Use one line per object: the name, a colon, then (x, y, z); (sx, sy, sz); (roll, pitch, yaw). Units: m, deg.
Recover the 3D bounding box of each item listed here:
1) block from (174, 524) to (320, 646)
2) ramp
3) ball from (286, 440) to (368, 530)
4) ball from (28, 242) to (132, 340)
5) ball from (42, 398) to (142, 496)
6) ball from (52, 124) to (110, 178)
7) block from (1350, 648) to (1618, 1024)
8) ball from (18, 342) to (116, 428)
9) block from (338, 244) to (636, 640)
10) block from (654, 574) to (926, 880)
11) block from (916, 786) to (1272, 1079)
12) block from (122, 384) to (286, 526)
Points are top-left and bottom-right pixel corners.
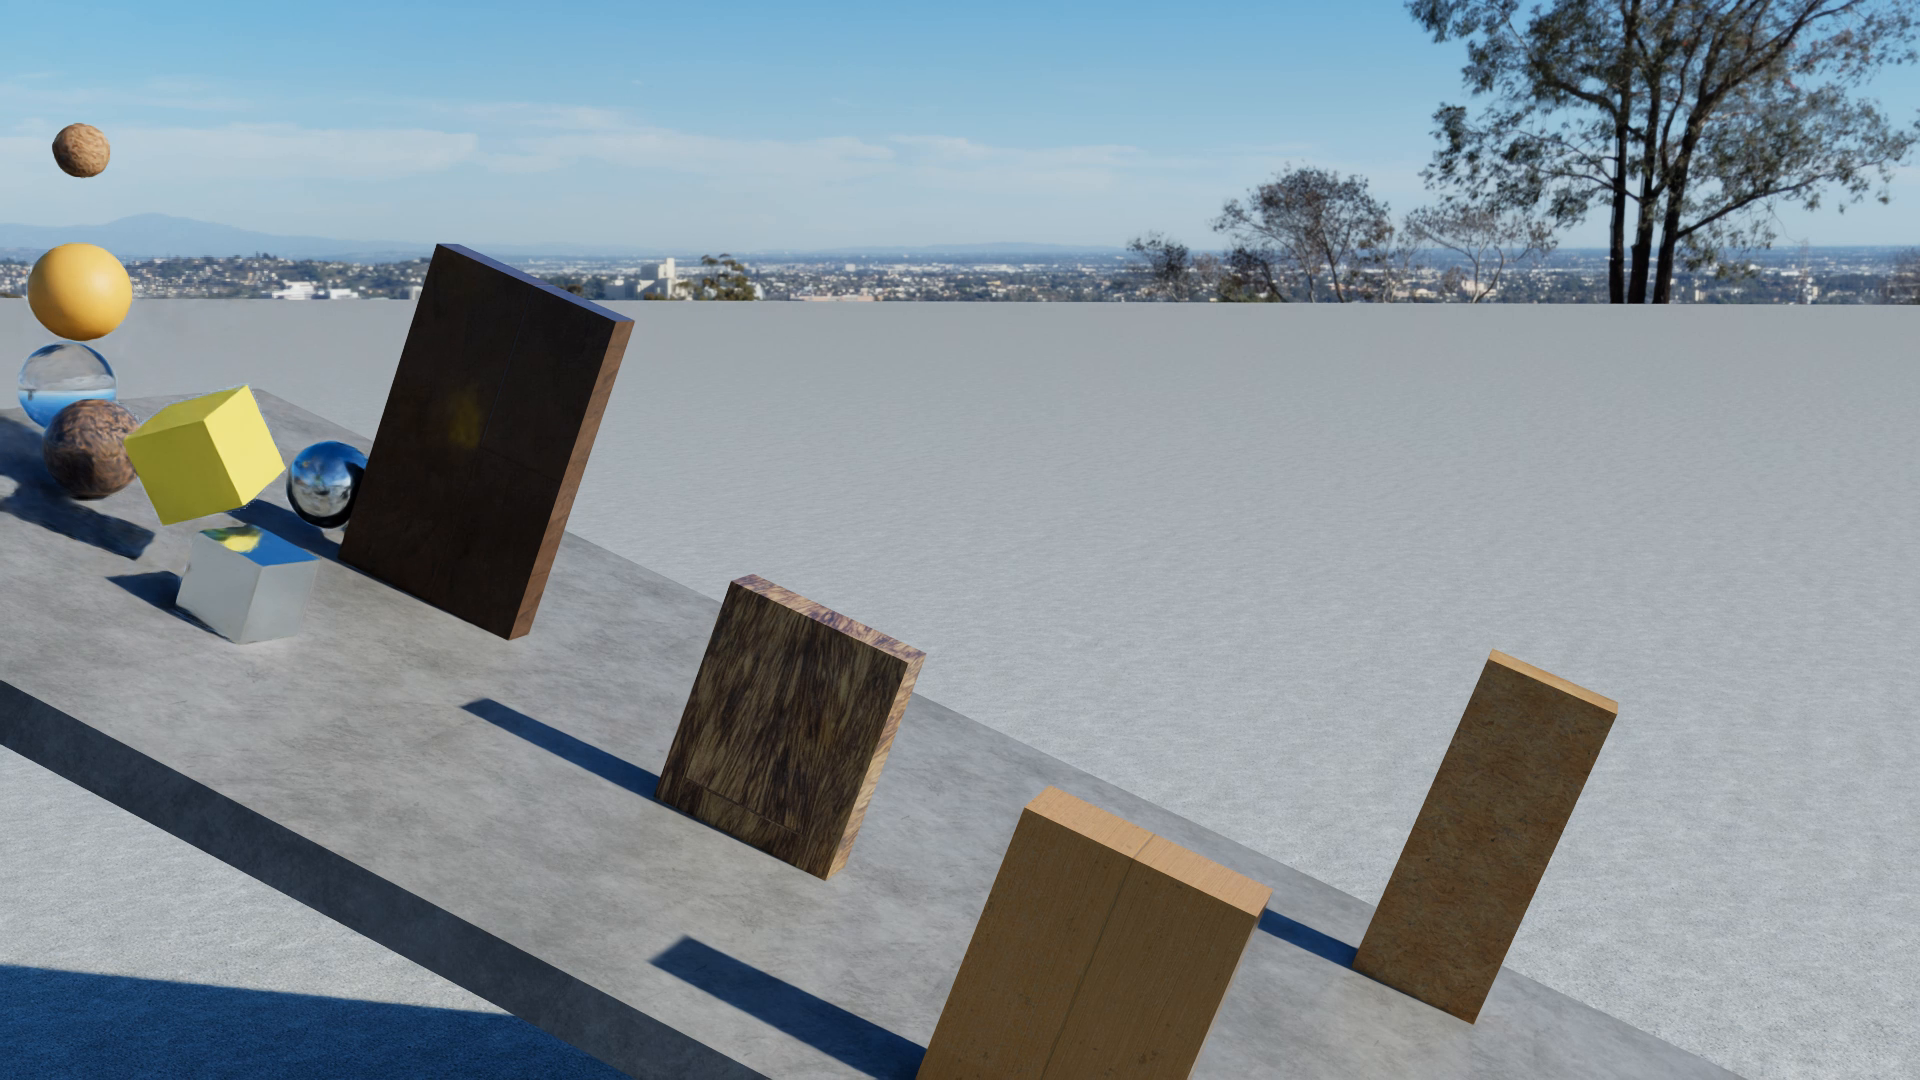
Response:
block: (-1.307, 0.081, 4.035); (0.158, 0.158, 0.158); (25, 13, 19)
ramp: (-0.315, 0.563, 4.200); (4.000, 0.100, 2.000); (24, 13, 13)
ball: (-1.324, -0.116, 4.633); (0.186, 0.186, 0.186); (0, 7, 0)
ball: (-1.790, -0.505, 4.474); (0.199, 0.199, 0.199); (0, 7, 0)
ball: (-1.727, -0.185, 4.390); (0.197, 0.197, 0.197); (0, 7, 0)
ball: (-1.959, -0.868, 4.903); (0.120, 0.120, 0.120); (0, 7, 0)
block: (1.053, 0.596, 4.425); (0.265, 0.697, 0.127); (24, 13, 13)
ball: (-1.837, -0.314, 4.524); (0.190, 0.190, 0.190); (0, 7, 0)
block: (-0.976, -0.201, 4.506); (0.424, 0.699, 0.087); (24, 13, 13)
block: (-0.308, 0.334, 3.952); (0.356, 0.431, 0.102); (24, 13, 13)
block: (0.195, 0.667, 3.262); (0.366, 0.474, 0.146); (24, 13, 13)
block: (-1.429, -0.161, 4.165); (0.179, 0.179, 0.179); (-12, 22, 16)
